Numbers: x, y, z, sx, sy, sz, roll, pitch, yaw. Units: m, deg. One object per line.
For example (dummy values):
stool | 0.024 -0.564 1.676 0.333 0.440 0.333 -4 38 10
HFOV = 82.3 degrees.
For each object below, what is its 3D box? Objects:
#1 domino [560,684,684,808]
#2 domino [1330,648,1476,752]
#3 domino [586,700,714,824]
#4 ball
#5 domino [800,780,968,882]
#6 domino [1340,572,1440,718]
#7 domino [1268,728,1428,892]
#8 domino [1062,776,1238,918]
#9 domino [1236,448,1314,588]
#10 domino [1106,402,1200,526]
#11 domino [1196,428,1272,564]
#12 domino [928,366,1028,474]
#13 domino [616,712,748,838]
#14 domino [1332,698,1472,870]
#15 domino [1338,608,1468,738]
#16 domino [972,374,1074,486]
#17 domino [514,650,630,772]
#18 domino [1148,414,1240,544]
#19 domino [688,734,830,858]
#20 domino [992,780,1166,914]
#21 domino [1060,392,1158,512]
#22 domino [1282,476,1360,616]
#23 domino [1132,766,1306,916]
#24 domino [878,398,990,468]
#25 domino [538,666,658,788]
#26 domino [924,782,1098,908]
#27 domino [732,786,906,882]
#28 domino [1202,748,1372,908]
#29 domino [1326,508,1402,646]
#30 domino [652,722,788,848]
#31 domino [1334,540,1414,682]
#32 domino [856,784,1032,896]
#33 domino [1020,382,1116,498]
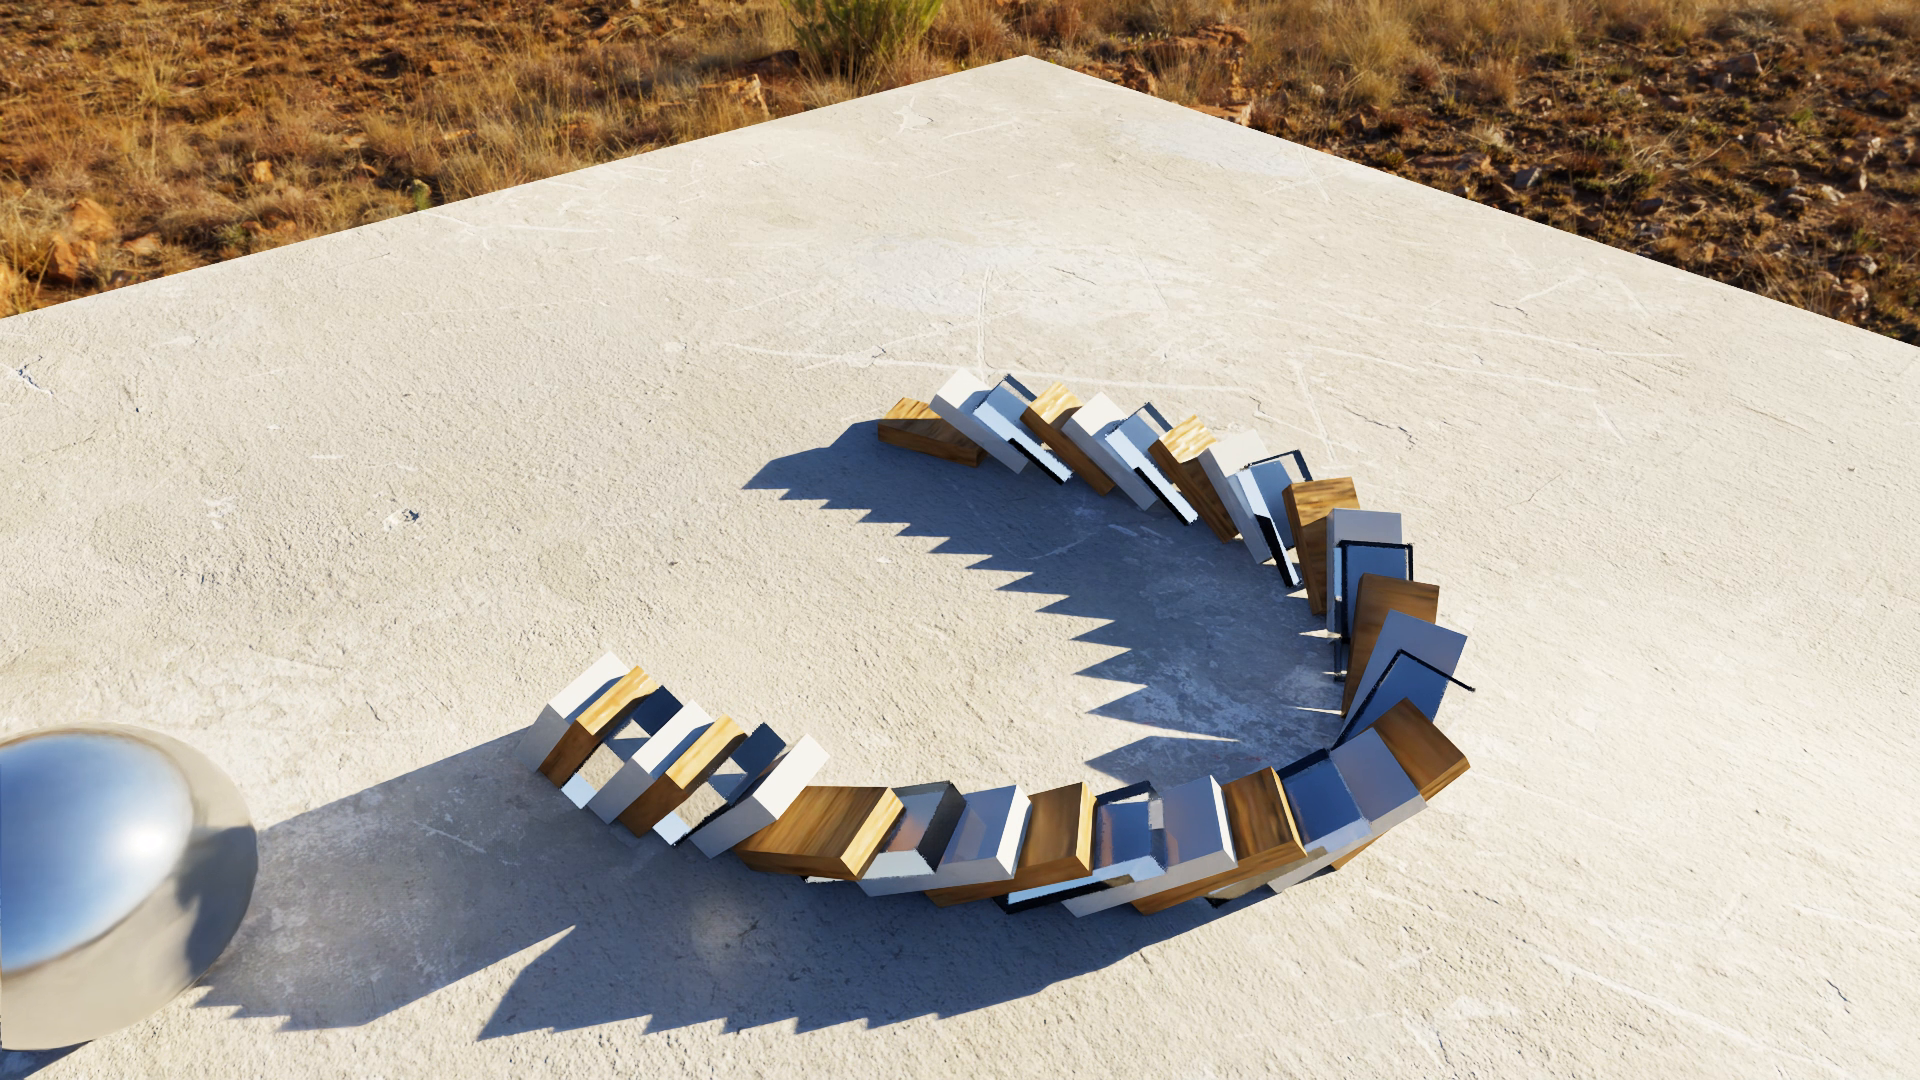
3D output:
domino | -0.104 0.064 0.337 0.010 0.050 0.025 46 48 -3
domino | 0.136 0.062 0.346 0.025 0.010 0.050 33 85 34
domino | -0.094 0.068 0.332 0.009 0.050 0.025 46 48 -3
ball | -0.227 0.087 0.282 0.080 0.080 0.080 0 39 0
domino | -0.024 0.085 0.319 0.050 0.010 0.025 -17 28 35
domino | 0.147 0.038 0.376 0.025 0.009 0.050 10 74 12
domino | 0.108 0.080 0.325 0.050 0.009 0.025 -34 42 11
domino | 0.053 0.088 0.316 0.050 0.009 0.025 -25 34 21
domino | 0.131 -0.009 0.433 0.025 0.010 0.050 -16 77 -19
domino | 0.087 -0.032 0.464 0.050 0.009 0.025 49 54 6
domino | 0.120 -0.018 0.445 0.025 0.009 0.050 -22 78 -25
domino | 0.013 -0.054 0.492 0.050 0.010 0.025 37 46 1
domino | -0.083 0.071 0.328 0.009 0.050 0.025 46 49 -3
domino | 0.125 0.073 0.333 0.050 0.009 0.025 -40 46 6
domino | 0.144 0.051 0.360 0.025 0.009 0.050 21 80 24
domino | 0.033 -0.049 0.486 0.050 0.010 0.025 40 48 2
domino | -0.123 0.055 0.347 0.010 0.050 0.025 46 48 -3
domino | 0.103 -0.025 0.455 0.025 0.010 0.050 -33 81 -33
domino | -0.060 0.076 0.323 0.010 0.050 0.025 46 47 -5
domino | 0.034 0.088 0.316 0.050 0.010 0.025 -23 33 24
domino | 0.070 -0.038 0.472 0.050 0.010 0.025 45 51 5
domino | 0.142 0.002 0.420 0.025 0.010 0.050 -7 74 -8
domino | 0.071 0.087 0.317 0.050 0.009 0.025 -28 36 19
domino | -0.010 -0.050 0.504 0.050 0.009 0.025 17 42 20
domino | -0.113 0.059 0.343 0.009 0.050 0.025 46 48 -3
domino | 0.015 0.088 0.316 0.050 0.009 0.025 -21 32 26
domino | -0.041 0.084 0.319 0.050 0.010 0.025 -11 31 43
domino | 0.090 0.084 0.321 0.050 0.010 0.025 -31 39 14
domino | 0.149 0.014 0.405 0.025 0.010 0.050 4 73 3
domino | -0.072 0.073 0.325 0.009 0.050 0.025 46 48 -3
domino | 0.147 0.026 0.391 0.025 0.009 0.050 4 73 5
domino | -0.005 0.087 0.318 0.050 0.010 0.025 -18 30 30
domino | 0.052 -0.044 0.479 0.050 0.009 0.025 43 50 4
